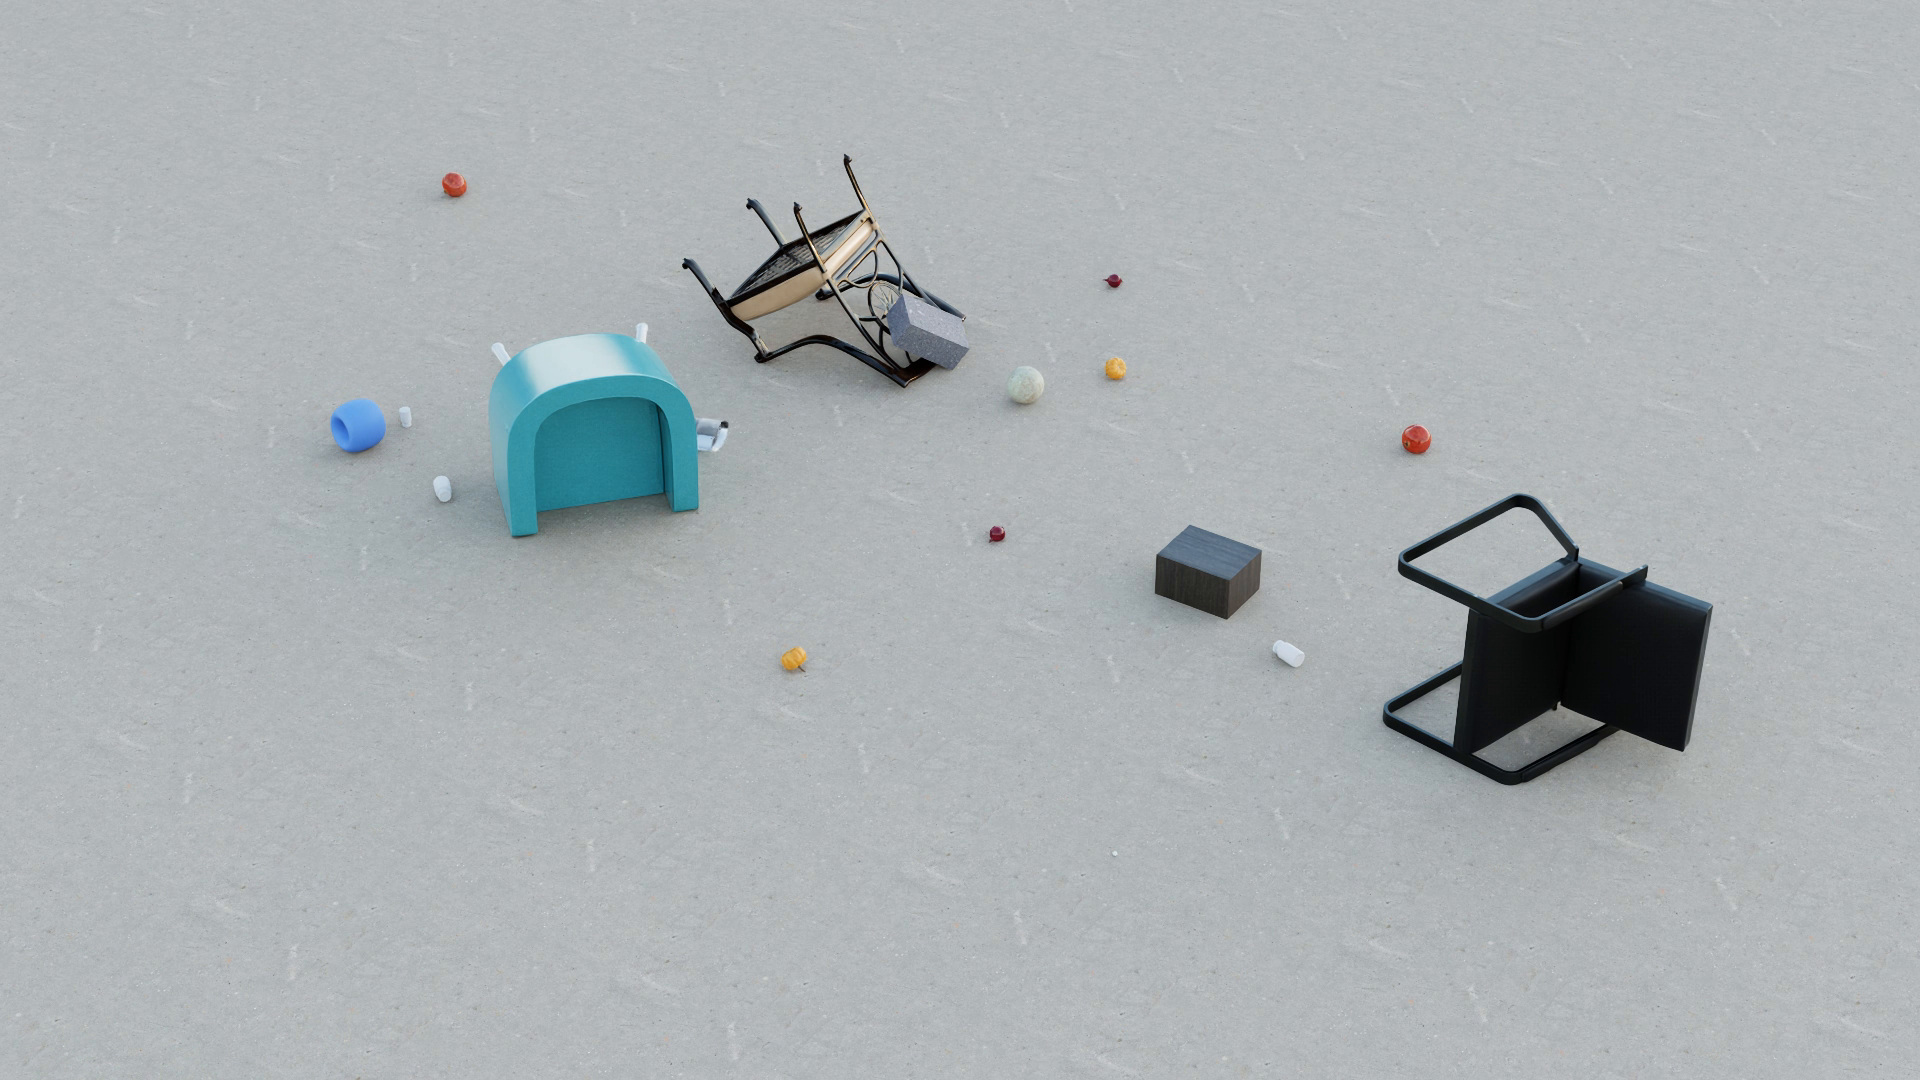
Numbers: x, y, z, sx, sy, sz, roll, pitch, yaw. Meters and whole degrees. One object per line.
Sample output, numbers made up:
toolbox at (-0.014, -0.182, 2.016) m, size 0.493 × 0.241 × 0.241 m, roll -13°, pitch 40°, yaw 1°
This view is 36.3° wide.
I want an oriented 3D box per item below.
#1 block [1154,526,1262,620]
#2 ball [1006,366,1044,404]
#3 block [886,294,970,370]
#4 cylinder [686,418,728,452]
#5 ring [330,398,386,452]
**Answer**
block at (0.899, 0.115, 10.616) m, size 0.301 × 0.169 × 0.238 m, roll 20°, pitch 38°, yaw 28°
ball at (0.261, -0.621, 11.749) m, size 0.153 × 0.153 × 0.153 m, roll 0°, pitch 33°, yaw 0°
block at (-0.132, -0.849, 11.964) m, size 0.295 × 0.125 × 0.198 m, roll 21°, pitch 35°, yaw -30°
cylinder at (-0.991, -0.413, 11.477) m, size 0.108 × 0.103 × 0.187 m, roll 9°, pitch 30°, yaw 14°
ring at (-2.349, -0.447, 11.443) m, size 0.161 × 0.221 × 0.198 m, roll -25°, pitch 81°, yaw -34°
